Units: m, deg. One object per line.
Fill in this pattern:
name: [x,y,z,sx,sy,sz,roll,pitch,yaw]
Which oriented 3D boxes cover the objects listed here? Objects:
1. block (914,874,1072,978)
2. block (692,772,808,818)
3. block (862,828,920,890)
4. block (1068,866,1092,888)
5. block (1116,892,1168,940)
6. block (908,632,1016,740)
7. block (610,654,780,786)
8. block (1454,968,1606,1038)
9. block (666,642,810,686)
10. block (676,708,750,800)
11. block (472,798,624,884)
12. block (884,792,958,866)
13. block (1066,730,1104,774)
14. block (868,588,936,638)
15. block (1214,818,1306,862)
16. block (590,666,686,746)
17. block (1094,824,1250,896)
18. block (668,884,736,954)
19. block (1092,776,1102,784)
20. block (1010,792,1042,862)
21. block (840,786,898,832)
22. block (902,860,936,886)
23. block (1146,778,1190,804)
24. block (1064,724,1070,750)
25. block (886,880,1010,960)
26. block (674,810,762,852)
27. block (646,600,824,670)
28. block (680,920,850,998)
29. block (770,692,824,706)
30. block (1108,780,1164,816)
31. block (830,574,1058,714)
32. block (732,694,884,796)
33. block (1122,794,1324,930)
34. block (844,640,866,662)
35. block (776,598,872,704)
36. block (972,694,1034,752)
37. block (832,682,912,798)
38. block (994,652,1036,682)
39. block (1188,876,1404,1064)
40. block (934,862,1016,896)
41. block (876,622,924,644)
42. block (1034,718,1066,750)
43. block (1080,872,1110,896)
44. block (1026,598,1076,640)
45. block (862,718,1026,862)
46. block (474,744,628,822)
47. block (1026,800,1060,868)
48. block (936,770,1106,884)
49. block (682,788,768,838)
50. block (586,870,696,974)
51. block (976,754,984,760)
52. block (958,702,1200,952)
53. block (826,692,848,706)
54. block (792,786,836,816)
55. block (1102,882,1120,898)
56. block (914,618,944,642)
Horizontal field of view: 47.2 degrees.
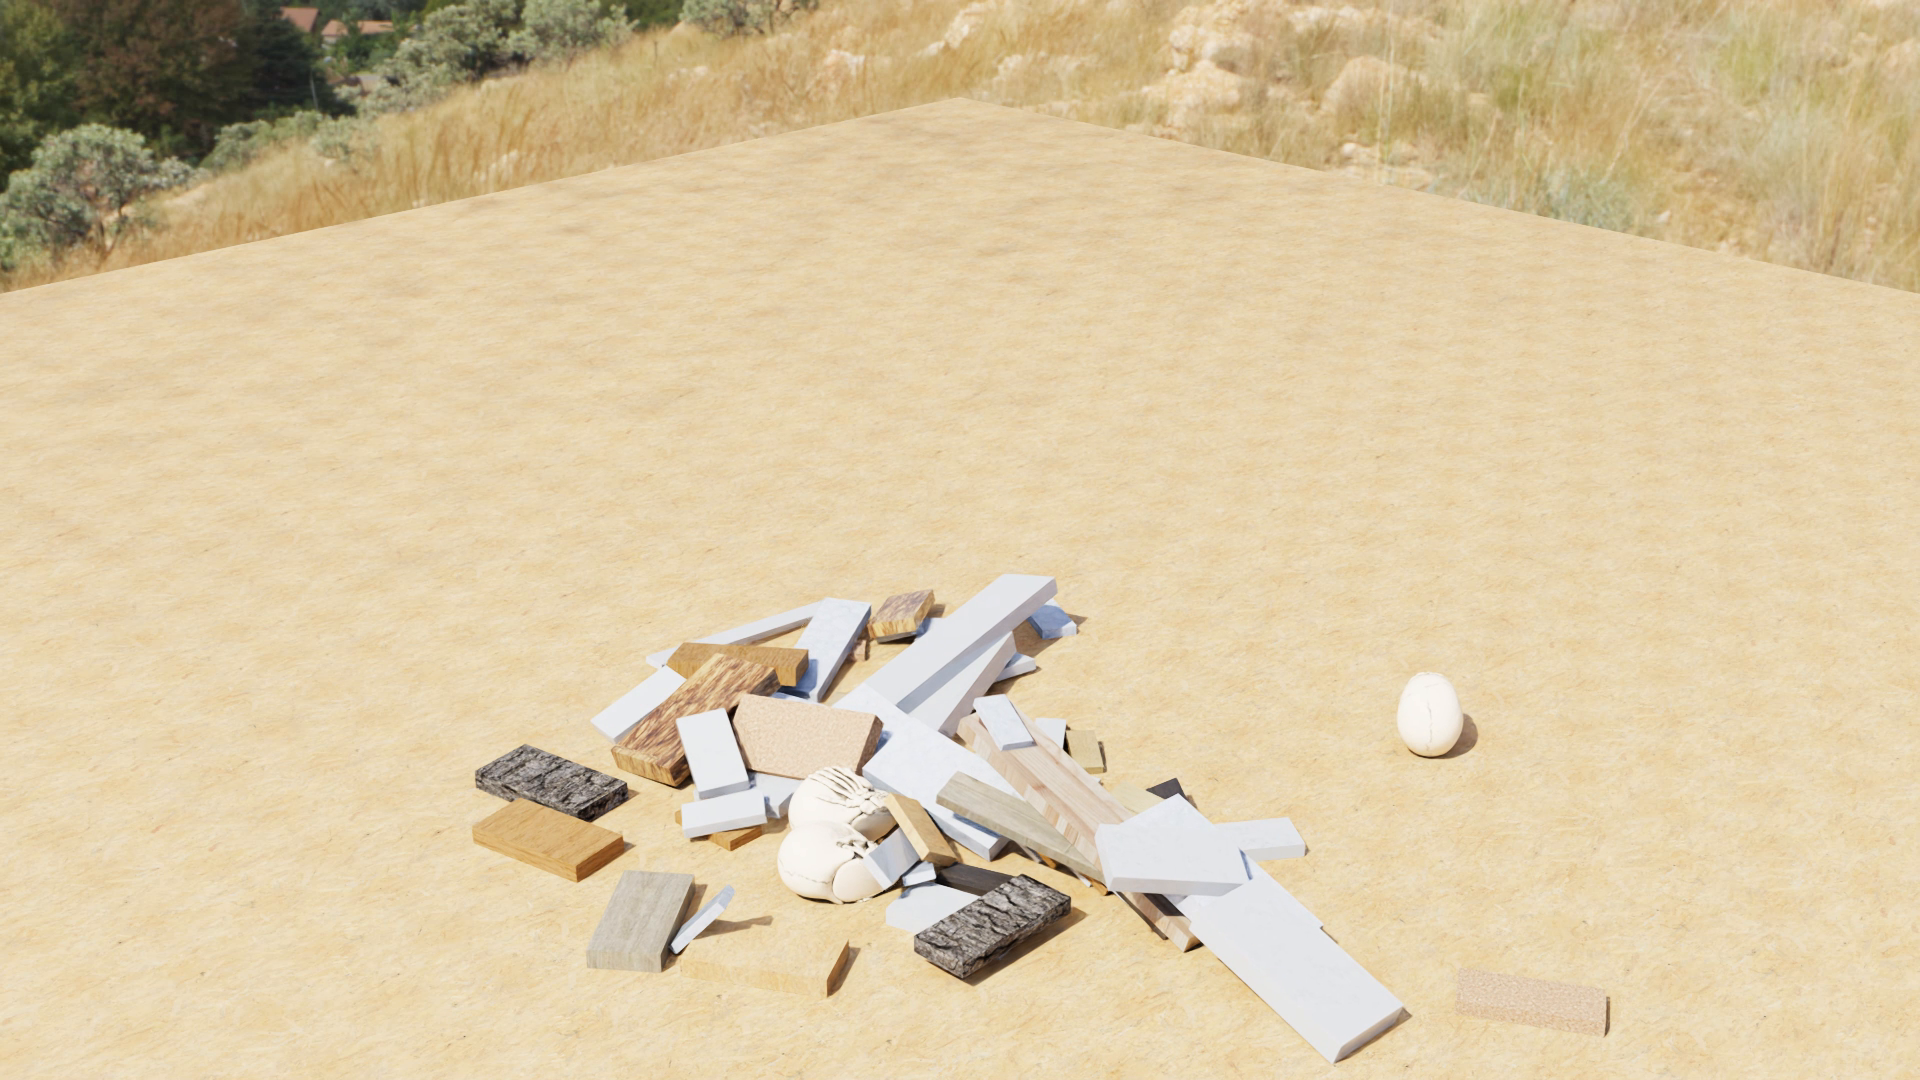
block: [0.061,0.697,3.988,0.121,0.034,0.291,20,30,39]
block: [-0.428,0.514,4.478,0.208,0.029,0.104,6,26,29]
block: [-0.112,0.591,4.195,0.070,0.020,0.299,51,18,4]
block: [0.227,0.606,4.237,0.064,0.018,0.129,-24,59,-42]
block: [0.357,0.673,4.085,0.075,0.021,0.149,-18,48,-38]
block: [-0.046,0.339,4.835,0.174,0.049,0.525,-3,22,23]
block: [-0.559,0.378,4.669,0.174,0.049,0.347,12,41,37]
block: [0.992,0.804,3.828,0.252,0.030,0.104,6,24,14]
block: [-0.495,0.277,4.920,0.291,0.041,0.145,3,14,7]
block: [-0.508,0.438,4.510,0.104,0.029,0.208,-12,44,-13]
block: [-0.811,0.588,4.324,0.273,0.039,0.136,14,27,30]
block: [-0.077,0.559,4.248,0.082,0.023,0.165,23,22,-46]
block: [0.263,0.448,4.650,0.062,0.017,0.123,-1,34,-7]
block: [-0.138,0.174,5.242,0.113,0.032,0.226,-10,14,14]
block: [0.562,0.593,4.325,0.209,0.030,0.104,-4,23,-10]
block: [-0.690,0.361,4.776,0.208,0.029,0.104,-37,38,-22]
block: [0.382,0.578,3.964,0.258,0.037,0.129,5,38,-15]
block: [-0.467,0.687,3.984,0.020,0.140,0.070,44,22,-6]
block: [0.224,0.499,4.563,0.123,0.017,0.062,15,27,31]
block: [0.127,0.559,4.284,0.064,0.129,0.018,-47,4,-30]
block: [-0.180,0.544,4.453,0.067,0.019,0.133,-14,27,-31]
block: [-0.080,0.631,4.178,0.062,0.017,0.123,-15,2,-2]
block: [0.411,0.553,4.373,0.104,0.030,0.209,-22,24,1]
block: [0.155,0.427,4.724,0.170,0.024,0.085,-7,24,-15]
block: [-0.002,0.700,4.068,0.241,0.034,0.121,12,26,27]
block: [-0.483,0.567,4.393,0.166,0.024,0.083,20,30,39]
block: [-0.497,0.219,5.180,0.560,0.016,0.056,-17,30,-42]
block: [-0.349,0.749,3.946,0.273,0.039,0.136,6,24,13]
block: [-0.473,0.378,4.762,0.347,0.049,0.174,12,27,37]
block: [0.361,0.557,4.322,0.121,0.034,0.241,-36,31,-23]
block: [-0.029,0.246,4.941,0.145,0.041,0.724,3,25,35]
block: [-0.329,0.418,4.524,0.322,0.046,0.161,7,64,28]
block: [0.465,0.626,4.004,0.172,0.049,0.374,-21,50,-39]
block: [-0.292,0.259,5.125,0.143,0.020,0.072,0,23,1]
block: [-0.318,0.253,5.074,0.113,0.032,0.416,7,29,13]
block: [0.084,0.357,4.300,0.067,0.019,0.133,-6,41,-27]
block: [-0.150,0.432,4.525,0.161,0.046,0.322,-35,49,-26]
block: [0.079,0.295,5.019,0.170,0.024,0.085,-16,19,-32]
block: [0.581,0.740,3.814,0.172,0.049,0.345,-20,49,-39]
block: [0.029,0.652,4.198,0.140,0.020,0.070,10,25,22]
block: [-0.143,0.214,5.201,0.112,0.016,0.056,-13,21,2]
block: [0.189,0.420,4.686,0.067,0.019,0.133,3,23,6]
block: [0.251,0.609,4.214,0.075,0.021,0.149,-24,59,-42]
block: [0.211,0.188,5.287,0.085,0.024,0.170,-7,24,-16]
block: [-0.018,0.494,4.378,0.322,0.046,0.161,29,56,27]
block: [-0.840,0.504,4.519,0.291,0.041,0.145,15,27,32]
block: [0.159,0.568,4.270,0.064,0.129,0.018,-42,1,-37]
block: [0.141,0.550,4.205,0.386,0.023,0.082,23,41,19]
block: [-0.469,0.543,4.368,0.165,0.023,0.082,-11,31,-3]
block: [-0.586,0.701,4.059,0.136,0.039,0.273,3,23,6]
block: [-0.007,0.479,4.601,0.170,0.024,0.085,-1,23,-2]
block: [0.251,0.532,4.181,0.129,0.037,0.644,-20,49,-39]
block: [-0.252,0.399,4.780,0.113,0.032,0.226,6,24,13]
block: [-0.296,0.513,4.521,0.083,0.024,0.166,0,23,1]
block: [0.330,0.653,4.146,0.075,0.021,0.149,-20,45,-39]
block: [-0.057,0.231,5.186,0.085,0.024,0.170,3,23,7]
